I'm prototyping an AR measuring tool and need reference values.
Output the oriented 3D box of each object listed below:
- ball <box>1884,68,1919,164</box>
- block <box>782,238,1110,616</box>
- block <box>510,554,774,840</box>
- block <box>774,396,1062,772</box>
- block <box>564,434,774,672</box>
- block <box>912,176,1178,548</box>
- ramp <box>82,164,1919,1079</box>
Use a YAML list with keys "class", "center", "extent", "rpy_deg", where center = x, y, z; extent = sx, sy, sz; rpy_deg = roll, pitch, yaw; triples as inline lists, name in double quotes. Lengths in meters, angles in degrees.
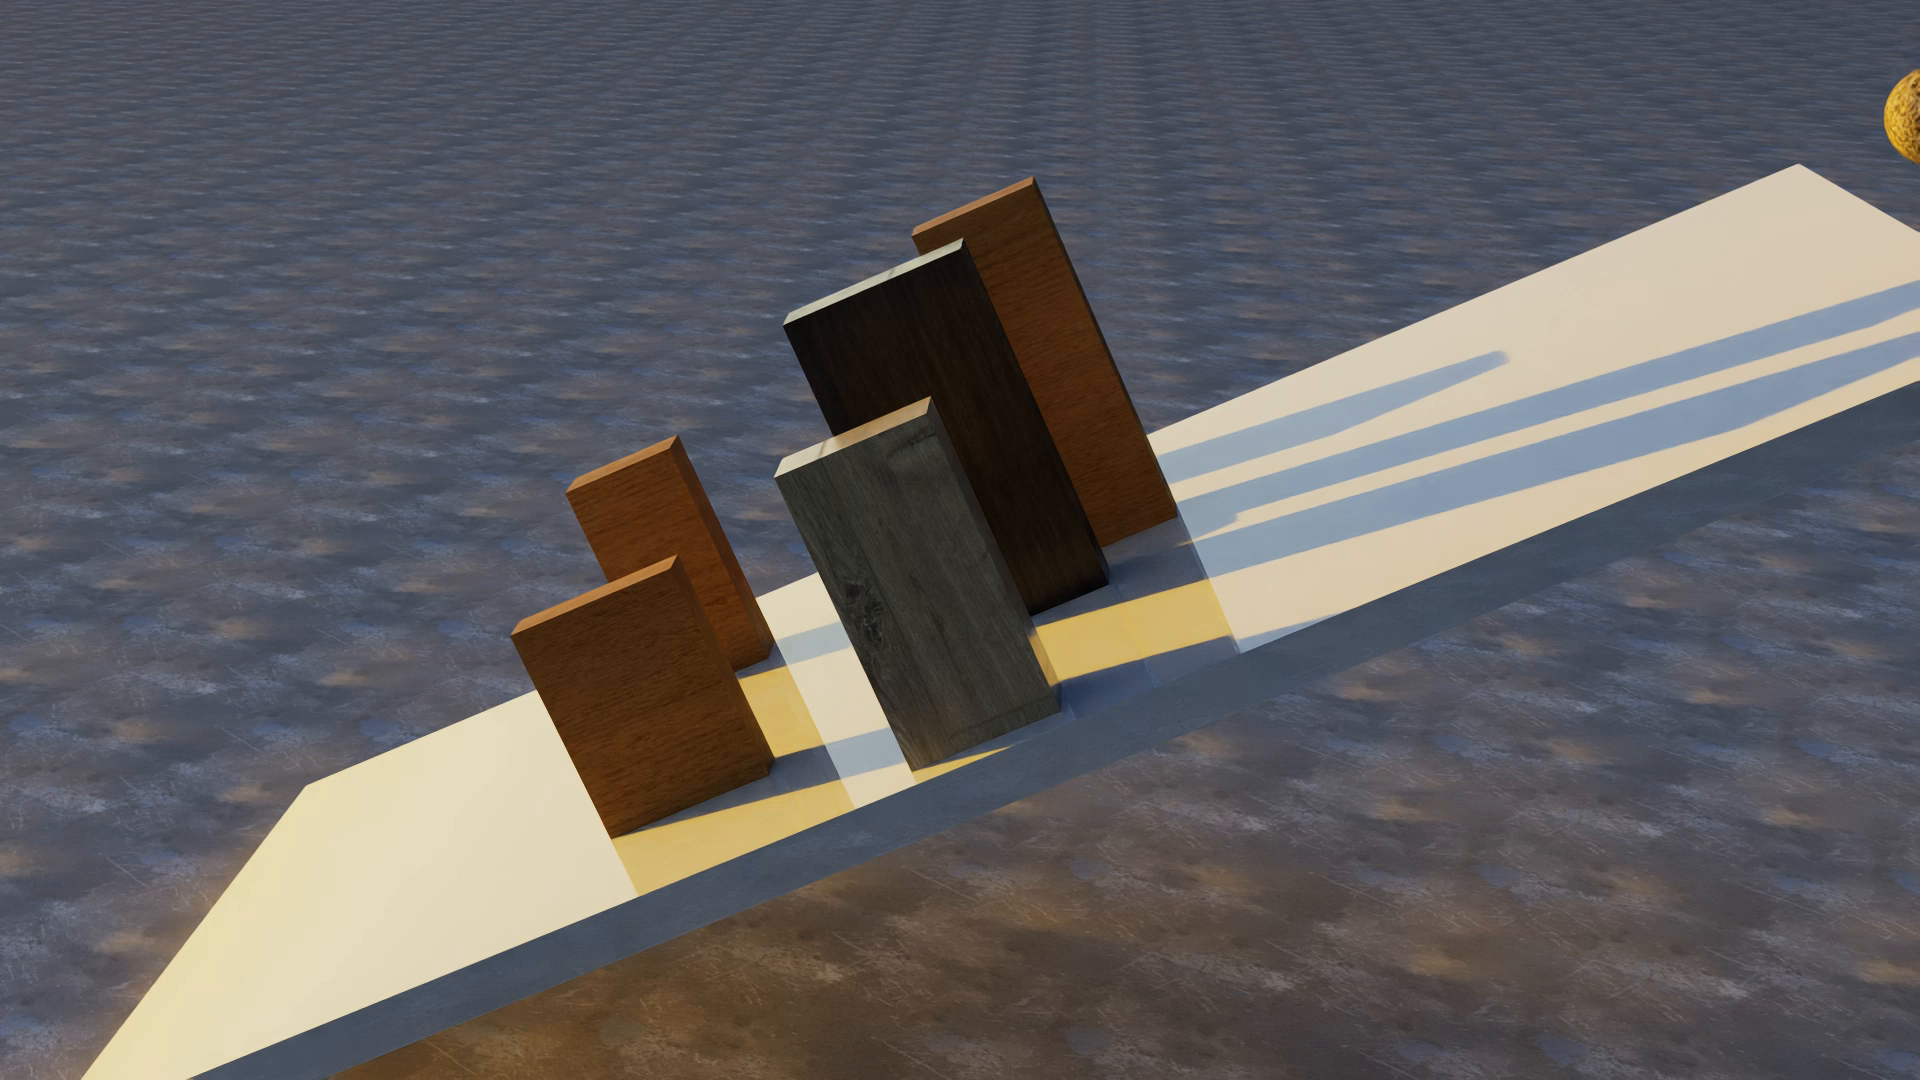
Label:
- class: "ball"
  center: [1.865, -0.811, 5.619]
  extent: [0.191, 0.191, 0.191]
  rpy_deg: [0, 15, 0]
- class: "block"
  center: [-0.023, -0.189, 6.064]
  extent: [0.394, 0.759, 0.140]
  rpy_deg: [-23, 13, 8]
- class: "block"
  center: [-0.626, 0.312, 5.824]
  extent: [0.348, 0.460, 0.105]
  rpy_deg: [-23, 13, 8]
- class: "block"
  center: [-0.071, 0.082, 5.400]
  extent: [0.300, 0.607, 0.148]
  rpy_deg: [-23, 13, 8]
- class: "block"
  center: [-0.660, 0.063, 6.730]
  extent: [0.260, 0.534, 0.143]
  rpy_deg: [-23, 13, 8]
- class: "block"
  center: [0.185, -0.362, 6.328]
  extent: [0.278, 0.783, 0.127]
  rpy_deg: [-23, 13, 8]
- class: "ramp"
  center: [0.131, 0.170, 6.285]
  extent: [4.000, 0.100, 2.000]
  rpy_deg: [-23, 13, 8]
